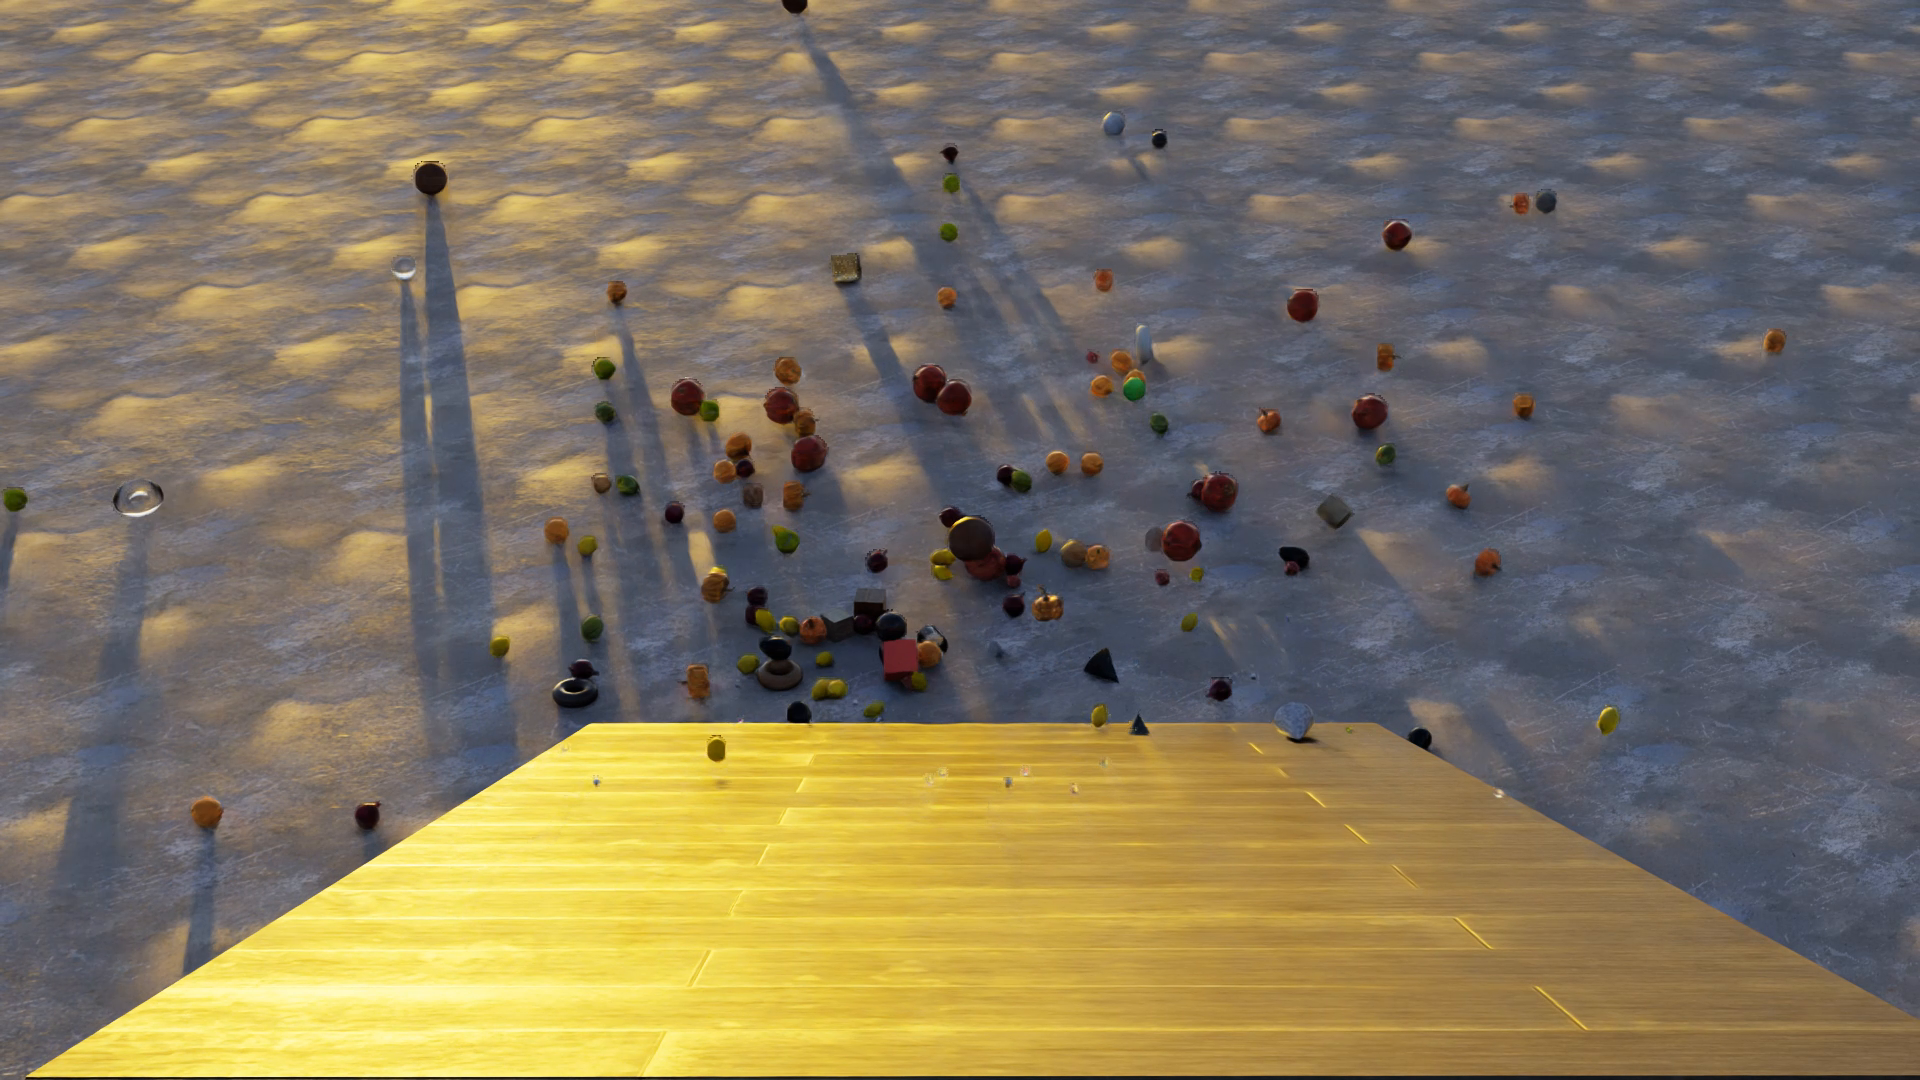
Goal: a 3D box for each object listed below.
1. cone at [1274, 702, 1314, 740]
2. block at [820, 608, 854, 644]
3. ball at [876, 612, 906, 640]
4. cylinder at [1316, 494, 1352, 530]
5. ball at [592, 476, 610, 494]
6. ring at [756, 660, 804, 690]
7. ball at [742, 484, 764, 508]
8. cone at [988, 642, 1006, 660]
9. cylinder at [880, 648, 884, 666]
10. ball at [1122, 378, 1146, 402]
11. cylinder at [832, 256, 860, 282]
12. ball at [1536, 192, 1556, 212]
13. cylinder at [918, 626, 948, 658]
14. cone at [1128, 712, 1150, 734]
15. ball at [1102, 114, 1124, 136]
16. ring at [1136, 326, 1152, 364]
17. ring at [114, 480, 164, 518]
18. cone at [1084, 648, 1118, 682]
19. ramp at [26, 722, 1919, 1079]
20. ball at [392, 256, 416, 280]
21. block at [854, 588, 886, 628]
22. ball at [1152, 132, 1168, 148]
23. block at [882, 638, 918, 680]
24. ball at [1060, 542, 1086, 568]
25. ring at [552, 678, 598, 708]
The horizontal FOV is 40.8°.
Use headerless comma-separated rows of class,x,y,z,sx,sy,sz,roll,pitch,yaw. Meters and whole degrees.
cone,0.803,0.452,6.148,0.096,0.096,0.096,-1,28,-2
block,-0.342,0.236,7.165,0.065,0.065,0.065,-21,34,-35
ball,-0.193,0.241,7.134,0.084,0.084,0.084,0,27,0
cylinder,1.118,-0.083,7.713,0.076,0.076,0.076,47,45,15
ball,-1.107,-0.172,7.974,0.055,0.055,0.055,0,27,0
ring,-0.484,0.362,6.944,0.125,0.042,0.125,0,28,0
ball,-0.632,-0.135,7.886,0.069,0.069,0.069,0,27,0
cone,0.110,0.308,7.070,0.052,0.052,0.052,16,17,-32
cylinder,-0.182,0.313,7.025,0.056,0.056,0.056,-14,30,-25
ball,0.580,-0.502,8.594,0.078,0.078,0.078,0,27,0
cylinder,-0.421,-1.005,9.564,0.090,0.090,0.090,-7,28,-12
ball,2.321,-1.337,10.225,0.082,0.082,0.082,0,27,0
cylinder,-0.076,0.278,7.081,0.066,0.066,0.066,-10,29,-19
cone,0.435,0.444,6.292,0.055,0.055,0.055,0,1,0
ball,0.659,-1.784,11.084,0.096,0.096,0.096,0,27,0
ring,0.628,-0.669,8.844,0.045,0.134,0.134,-3,27,-2
ring,-2.483,-0.127,7.802,0.146,0.146,0.049,-11,53,-21
cone,0.398,0.355,6.960,0.090,0.090,0.090,45,45,19
ramp,0.061,0.552,4.589,2.000,0.100,4.000,0,1,0
ball,-2.061,-1.008,9.578,0.084,0.084,0.084,0,27,0
block,-0.251,0.191,7.235,0.081,0.081,0.081,2,27,4
ball,0.846,-1.696,10.944,0.066,0.066,0.066,0,27,0
block,-0.161,0.321,6.931,0.088,0.088,0.088,-4,-15,-4
ball,0.331,0.043,7.530,0.077,0.077,0.077,0,27,0
ring,-1.022,0.406,6.859,0.122,0.041,0.122,-1,26,0
